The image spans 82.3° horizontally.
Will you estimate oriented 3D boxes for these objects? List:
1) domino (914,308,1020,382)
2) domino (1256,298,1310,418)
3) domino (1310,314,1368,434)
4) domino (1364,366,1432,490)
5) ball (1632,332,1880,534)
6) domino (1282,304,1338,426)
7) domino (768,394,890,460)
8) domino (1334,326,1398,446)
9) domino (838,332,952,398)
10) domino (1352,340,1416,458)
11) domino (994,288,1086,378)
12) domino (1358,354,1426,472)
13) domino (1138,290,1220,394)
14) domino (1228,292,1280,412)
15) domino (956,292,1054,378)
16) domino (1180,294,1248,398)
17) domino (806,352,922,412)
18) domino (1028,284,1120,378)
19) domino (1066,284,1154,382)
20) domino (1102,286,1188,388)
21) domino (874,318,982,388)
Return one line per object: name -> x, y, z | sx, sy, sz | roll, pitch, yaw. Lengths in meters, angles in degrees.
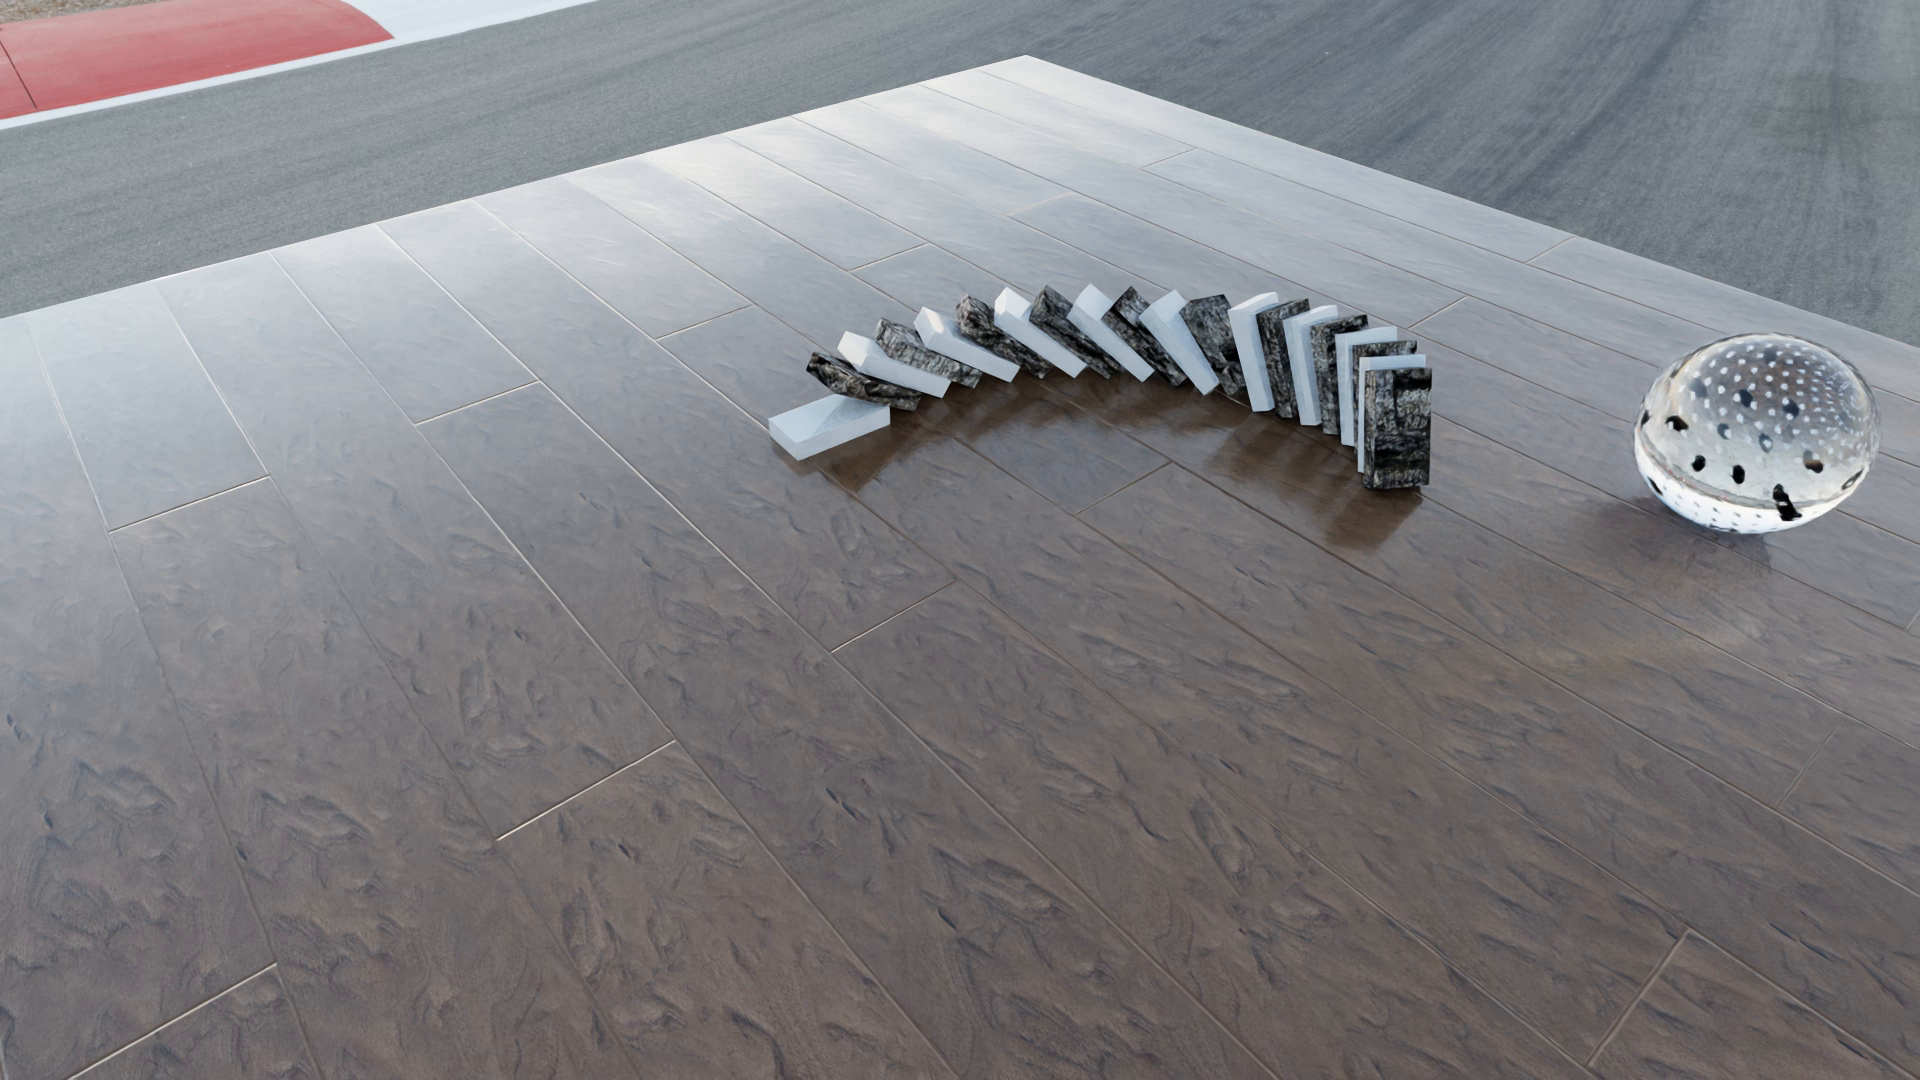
domino -> 0.004, -0.096, 0.541 | 0.050, 0.010, 0.025 | 18, 31, -29
domino -> 0.156, -0.085, 0.517 | 0.025, 0.050, 0.010 | -24, 16, -26
domino -> 0.177, -0.076, 0.506 | 0.025, 0.050, 0.010 | -17, 14, -20
domino -> 0.187, -0.048, 0.471 | 0.025, 0.050, 0.009 | -5, 11, -6
ball -> 0.316, -0.042, 0.439 | 0.080, 0.080, 0.080 | 0, 39, 0
domino -> 0.167, -0.081, 0.512 | 0.025, 0.050, 0.010 | -22, 16, -25
domino -> -0.060, -0.055, 0.511 | 0.050, 0.010, 0.025 | -26, 46, -28
domino -> 0.185, -0.070, 0.498 | 0.025, 0.050, 0.010 | -11, 12, -13
domino -> -0.031, -0.084, 0.526 | 0.050, 0.010, 0.025 | 12, 27, -40
domino -> 0.189, -0.062, 0.489 | 0.025, 0.050, 0.009 | -7, 11, -8
domino -> 0.040, -0.103, 0.548 | 0.050, 0.009, 0.025 | 30, 35, -19
domino -> 0.188, -0.055, 0.480 | 0.025, 0.050, 0.010 | -4, 11, -6
domino -> 0.113, -0.097, 0.541 | 0.050, 0.010, 0.025 | 51, 50, 3
domino -> 0.144, -0.089, 0.521 | 0.025, 0.050, 0.010 | -29, 19, -31
domino -> 0.022, -0.101, 0.546 | 0.050, 0.010, 0.025 | 26, 31, -25
domino -> 0.130, -0.095, 0.537 | 0.025, 0.009, 0.050 | -17, 74, -35
domino -> -0.044, -0.073, 0.513 | 0.050, 0.009, 0.025 | 6, 26, -48
domino -> 0.059, -0.104, 0.549 | 0.050, 0.010, 0.025 | 34, 38, -14
domino -> 0.078, -0.104, 0.549 | 0.050, 0.010, 0.025 | 38, 43, -8
domino -> 0.095, -0.101, 0.545 | 0.050, 0.009, 0.025 | 43, 46, -4
domino -> -0.015, -0.091, 0.534 | 0.050, 0.009, 0.025 | 15, 27, -34
